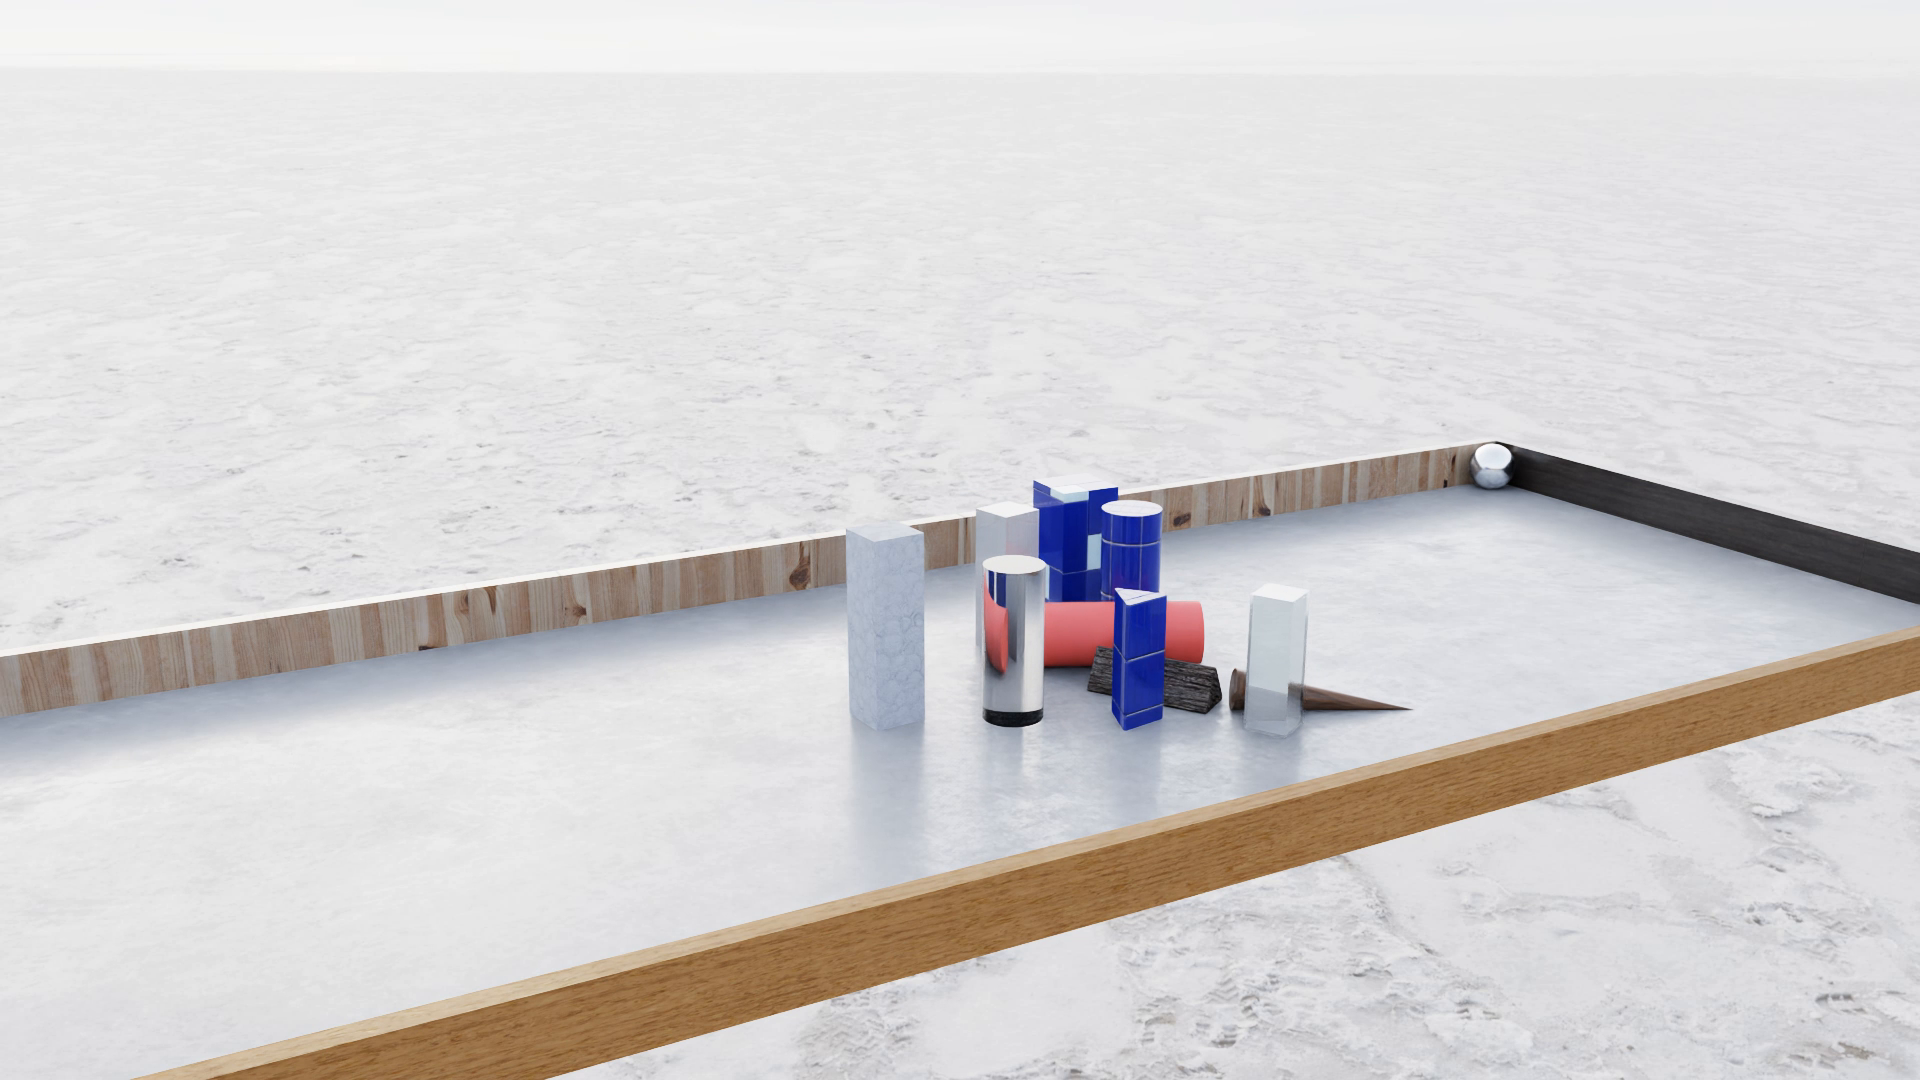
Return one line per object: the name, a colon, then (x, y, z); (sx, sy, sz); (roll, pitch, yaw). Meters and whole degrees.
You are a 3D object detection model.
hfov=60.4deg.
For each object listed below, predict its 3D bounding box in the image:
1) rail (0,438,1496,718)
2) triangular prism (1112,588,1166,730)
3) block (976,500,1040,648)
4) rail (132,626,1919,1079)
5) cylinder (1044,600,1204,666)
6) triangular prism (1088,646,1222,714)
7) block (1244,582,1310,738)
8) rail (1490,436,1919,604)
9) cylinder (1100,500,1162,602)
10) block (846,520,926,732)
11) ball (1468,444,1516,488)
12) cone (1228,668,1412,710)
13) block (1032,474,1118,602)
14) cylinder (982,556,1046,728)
rail: (-3.305, 0.497, 3.399); (12.000, 0.150, 0.050); (-9, 18, -27)
triangular prism: (0.399, 0.273, 3.876); (0.123, 0.309, 0.107); (-12, 20, -36)
block: (0.123, 0.101, 4.343); (0.116, 0.377, 0.116); (-14, 21, -39)
rail: (-2.336, 1.006, 1.665); (12.000, 0.150, 0.050); (-9, 18, -27)
cylinder: (0.394, 0.241, 4.242); (0.441, 0.165, 0.165); (-1, 16, -2)
triangular prism: (0.478, 0.332, 4.041); (0.311, 0.099, 0.114); (9, 19, 28)
block: (0.732, 0.279, 3.817); (0.103, 0.332, 0.103); (10, 19, 31)
rail: (2.466, -0.048, 5.253); (0.050, 0.150, 2.100); (-9, 18, -27)
cylinder: (0.451, 0.095, 4.370); (0.158, 0.372, 0.158); (0, 16, 0)
block: (-0.174, 0.199, 3.863); (0.132, 0.460, 0.132); (-10, 19, -31)
ball: (1.927, -0.267, 5.973); (0.163, 0.163, 0.163); (0, 16, 0)
cone: (0.875, 0.383, 3.963); (0.442, 0.101, 0.101); (7, 16, 0)
block: (0.319, 0.024, 4.602); (0.172, 0.378, 0.172); (-8, 18, -25)
cylinder: (0.125, 0.237, 3.877); (0.147, 0.378, 0.147); (0, 16, 0)
